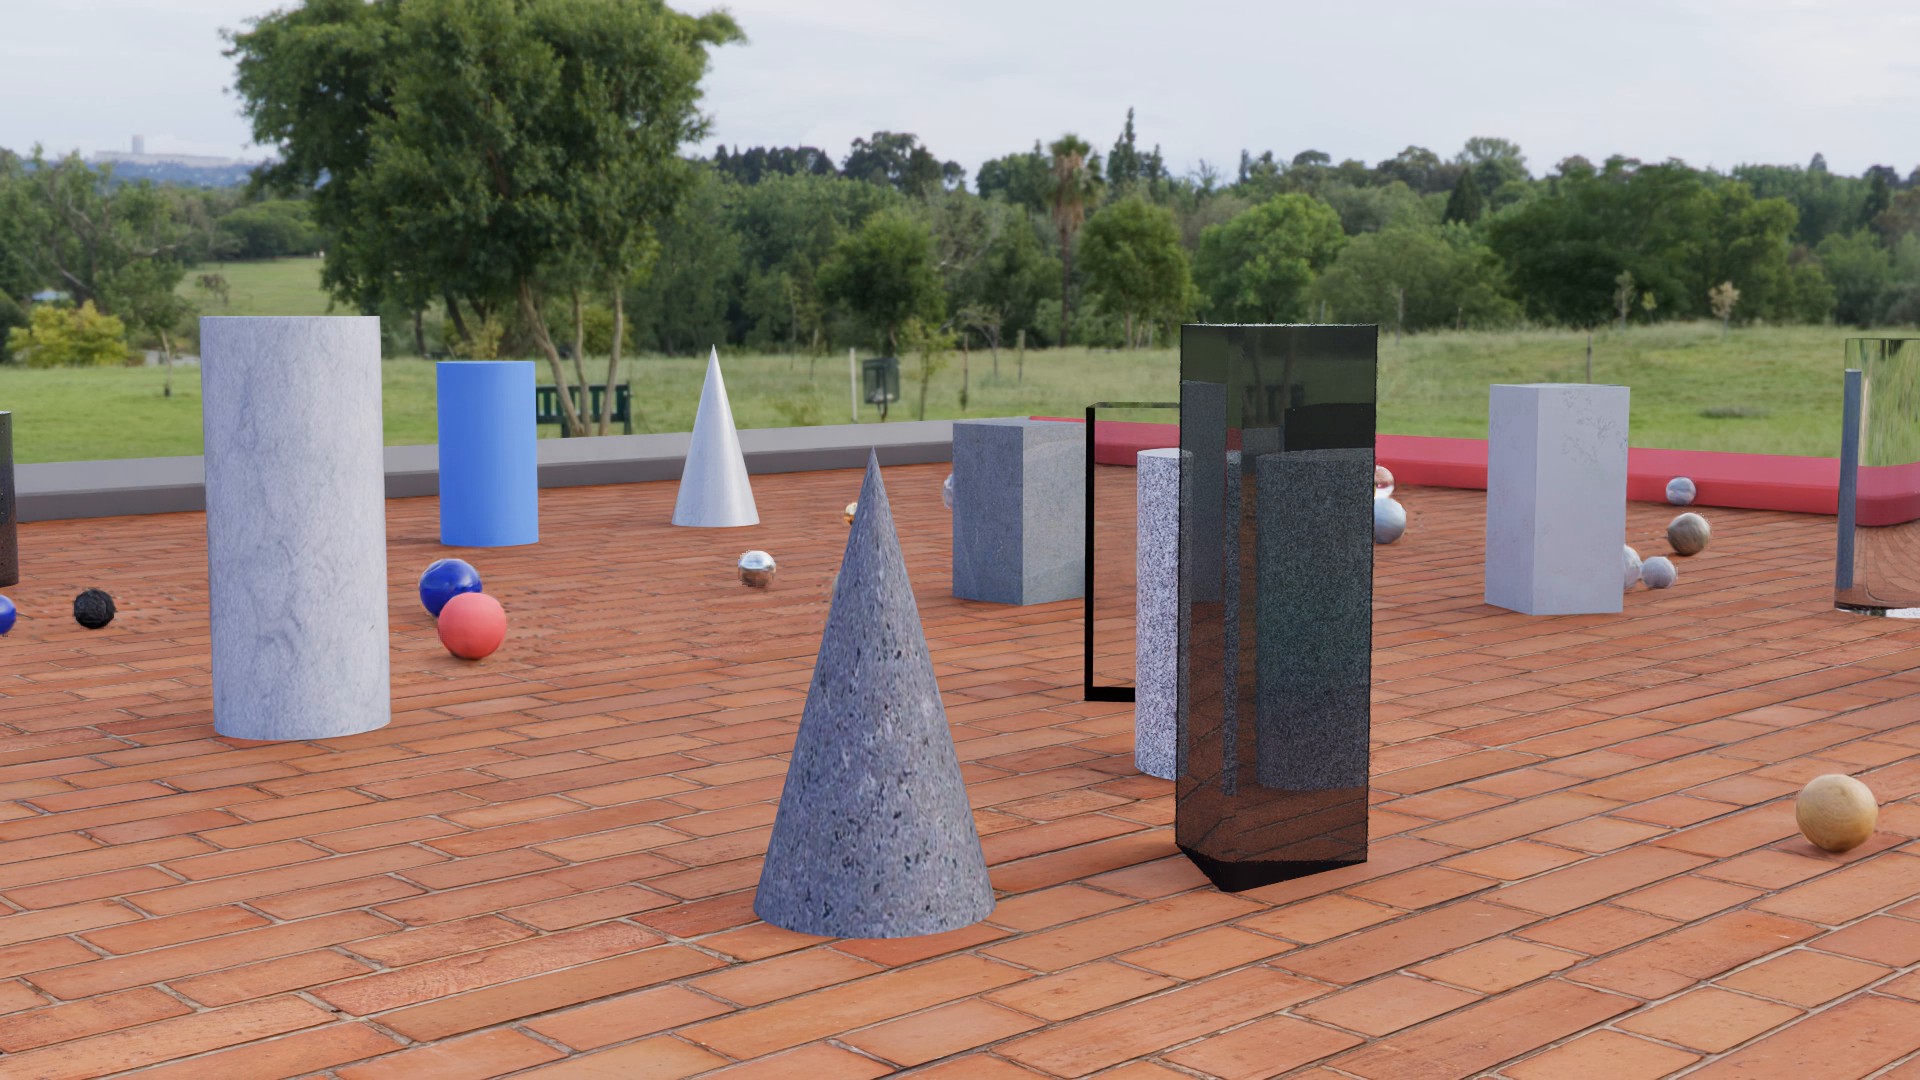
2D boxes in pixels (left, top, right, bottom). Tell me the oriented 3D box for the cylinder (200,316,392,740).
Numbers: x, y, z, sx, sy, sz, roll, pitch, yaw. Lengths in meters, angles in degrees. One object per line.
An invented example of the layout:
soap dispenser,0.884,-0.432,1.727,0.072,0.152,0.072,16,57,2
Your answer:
cylinder,-0.701,-0.019,2.325,0.181,0.433,0.181,0,6,0

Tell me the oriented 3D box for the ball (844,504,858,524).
ball,-0.211,-0.052,4.449,0.046,0.046,0.046,0,6,0

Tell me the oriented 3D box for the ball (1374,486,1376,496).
ball,0.866,-0.107,4.798,0.082,0.082,0.082,0,6,0

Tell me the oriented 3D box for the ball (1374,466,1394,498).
ball,0.949,-0.129,5.009,0.081,0.081,0.081,0,6,0

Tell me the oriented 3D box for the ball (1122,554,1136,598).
ball,0.281,0.055,3.312,0.076,0.076,0.076,0,6,0

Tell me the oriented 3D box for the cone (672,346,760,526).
cone,-0.502,-0.218,4.500,0.181,0.366,0.181,0,6,0

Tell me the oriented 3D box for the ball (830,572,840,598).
ball,-0.141,0.074,3.098,0.083,0.083,0.083,0,6,0

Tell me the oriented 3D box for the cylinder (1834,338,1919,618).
cylinder,1.379,-0.094,3.205,0.181,0.395,0.181,0,6,0

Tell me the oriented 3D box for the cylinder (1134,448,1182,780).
cylinder,0.260,0.068,2.120,0.181,0.303,0.181,0,6,0

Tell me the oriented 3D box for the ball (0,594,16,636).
ball,-1.300,0.101,2.953,0.061,0.061,0.061,0,6,0

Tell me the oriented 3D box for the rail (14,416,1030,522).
rail,-1.470,-0.139,4.917,4.606,0.118,0.045,-6,8,-42

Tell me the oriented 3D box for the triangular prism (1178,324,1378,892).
triangular prism,0.223,0.044,1.752,0.157,0.429,0.136,-5,8,-38

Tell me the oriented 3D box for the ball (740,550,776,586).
ball,-0.321,0.045,3.488,0.058,0.058,0.058,0,6,0

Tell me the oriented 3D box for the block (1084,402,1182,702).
block,0.223,0.011,2.524,0.145,0.331,0.145,1,6,9

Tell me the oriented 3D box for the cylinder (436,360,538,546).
cylinder,-0.889,-0.165,4.138,0.181,0.338,0.181,0,6,0

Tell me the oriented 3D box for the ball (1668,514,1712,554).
ball,1.303,-0.011,3.931,0.075,0.075,0.075,0,6,0

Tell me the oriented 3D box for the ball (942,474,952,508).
ball,0.007,-0.107,4.755,0.091,0.091,0.091,0,6,0

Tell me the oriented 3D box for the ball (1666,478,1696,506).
ball,1.601,-0.108,4.886,0.065,0.065,0.065,0,6,0

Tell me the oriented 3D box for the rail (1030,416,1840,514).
rail,1.675,-0.134,4.869,0.045,0.118,4.384,-6,8,-42

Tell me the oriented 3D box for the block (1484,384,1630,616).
block,0.875,-0.063,3.232,0.145,0.327,0.145,-2,6,-14

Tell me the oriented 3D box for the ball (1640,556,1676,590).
ball,1.095,0.051,3.452,0.053,0.053,0.053,0,6,0

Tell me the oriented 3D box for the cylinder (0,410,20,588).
cylinder,-1.601,-0.065,3.497,0.181,0.274,0.181,0,6,0

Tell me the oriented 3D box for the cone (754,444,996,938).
cone,-0.064,0.101,1.623,0.181,0.344,0.181,0,6,0

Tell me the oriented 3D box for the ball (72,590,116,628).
ball,-1.195,0.095,3.035,0.055,0.055,0.055,0,6,0

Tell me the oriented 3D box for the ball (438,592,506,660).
ball,-0.615,0.108,2.773,0.085,0.085,0.085,0,6,0

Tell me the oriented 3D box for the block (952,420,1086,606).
block,0.091,-0.045,3.354,0.145,0.266,0.145,6,8,44

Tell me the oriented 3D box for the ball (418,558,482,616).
ball,-0.723,0.069,3.122,0.088,0.088,0.088,0,6,0

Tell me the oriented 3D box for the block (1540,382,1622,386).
block,1.056,-0.120,3.866,0.145,0.306,0.145,6,8,42

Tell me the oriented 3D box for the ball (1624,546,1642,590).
ball,1.027,0.043,3.433,0.074,0.074,0.074,0,6,0

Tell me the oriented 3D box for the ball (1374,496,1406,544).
ball,0.790,-0.036,4.109,0.088,0.088,0.088,0,6,0

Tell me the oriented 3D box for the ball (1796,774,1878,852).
ball,0.717,0.223,1.800,0.063,0.063,0.063,0,6,0
